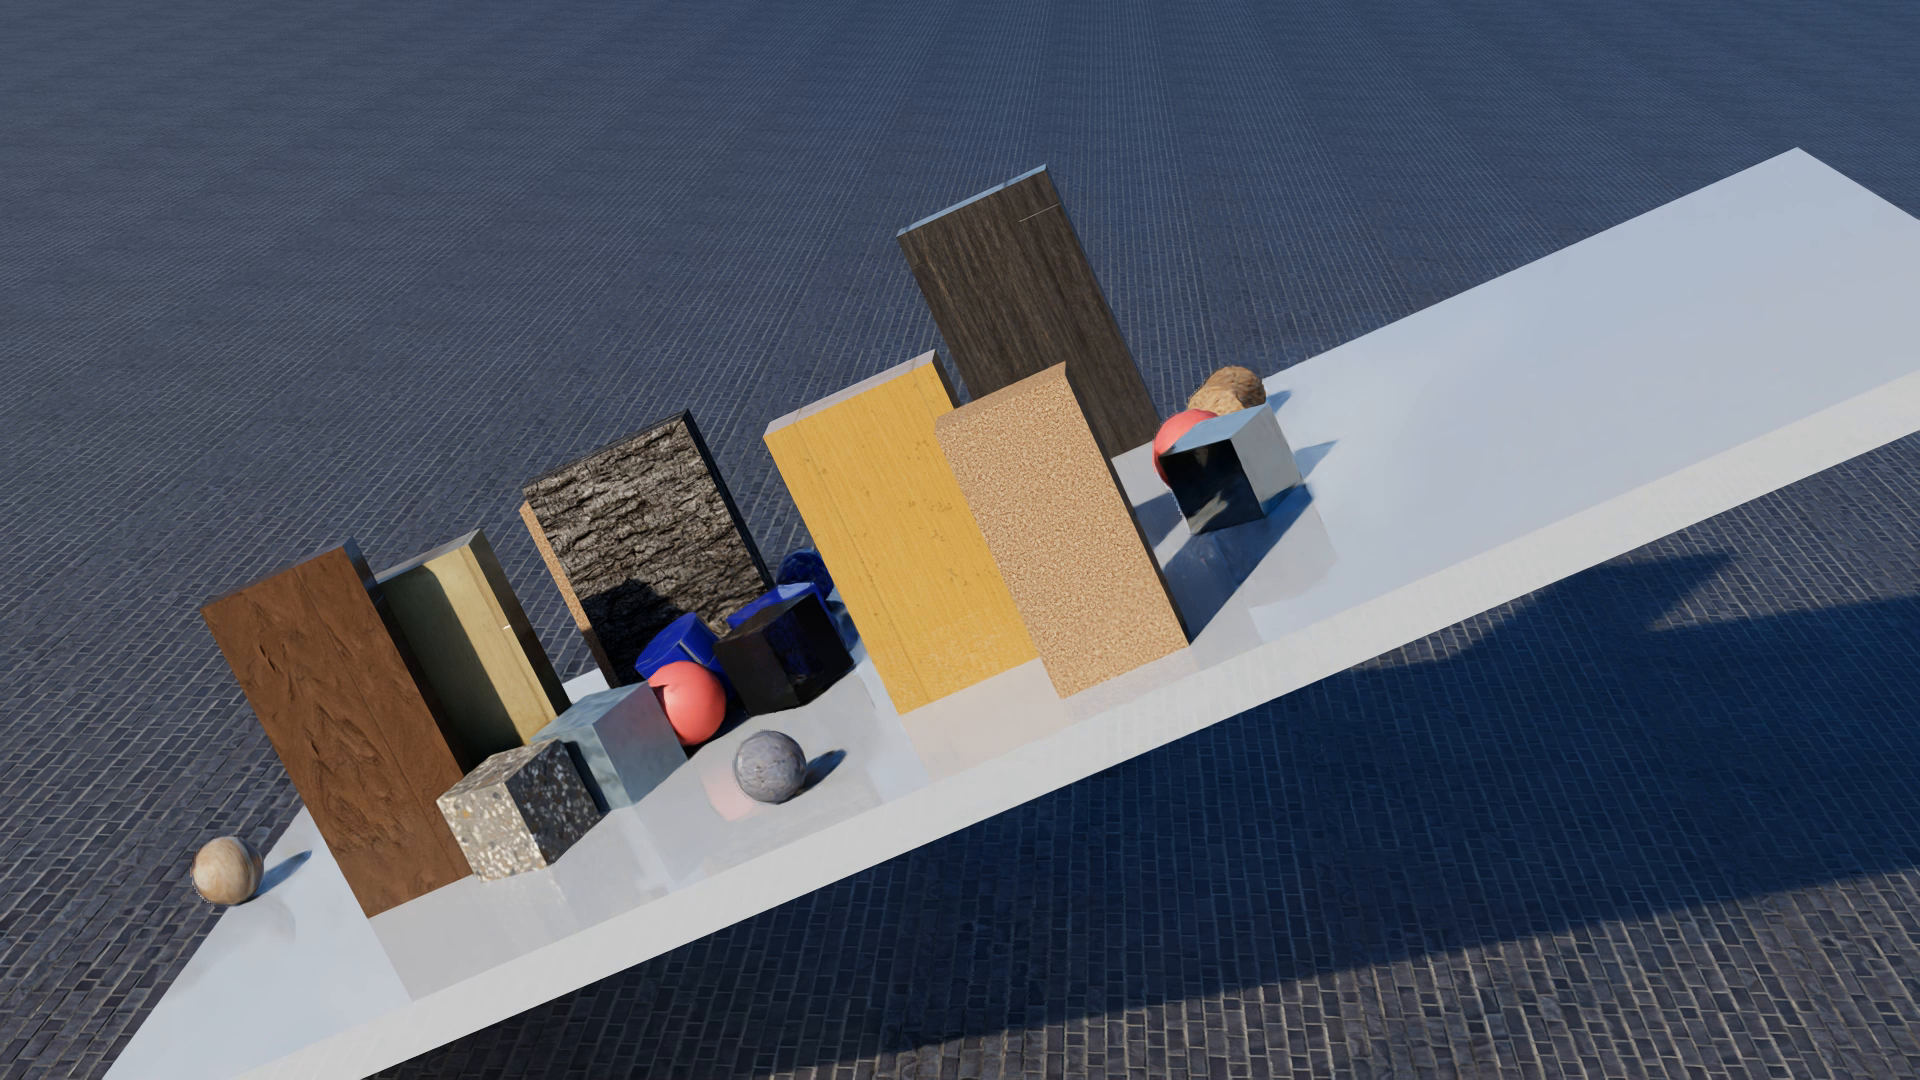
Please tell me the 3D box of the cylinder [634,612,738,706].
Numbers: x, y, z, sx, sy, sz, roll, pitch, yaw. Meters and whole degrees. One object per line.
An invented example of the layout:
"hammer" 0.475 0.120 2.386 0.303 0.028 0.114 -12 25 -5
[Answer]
"cylinder" -0.588 0.285 6.460 0.179 0.179 0.179 -38 17 14

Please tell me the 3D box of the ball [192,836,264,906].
"ball" -1.685 0.761 6.776 0.160 0.160 0.160 0 15 0

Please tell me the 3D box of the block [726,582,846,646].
"block" -0.387 0.204 6.542 0.159 0.159 0.159 -33 15 -29

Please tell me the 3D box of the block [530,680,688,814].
"block" -0.738 0.441 6.186 0.195 0.195 0.195 -15 17 39

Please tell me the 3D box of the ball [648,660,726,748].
"ball" -0.591 0.351 6.290 0.185 0.185 0.185 0 15 0

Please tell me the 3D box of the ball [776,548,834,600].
"ball" -0.367 0.091 6.993 0.140 0.140 0.140 0 15 0

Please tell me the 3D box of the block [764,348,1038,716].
"block" -0.084 -0.013 5.791 0.361 0.623 0.126 -23 13 9

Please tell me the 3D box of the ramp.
"ramp" 0.134 0.169 6.283 4.000 0.100 2.000 -23 13 9

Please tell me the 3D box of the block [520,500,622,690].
"block" -0.719 0.083 6.784 0.373 0.543 0.116 -23 13 9

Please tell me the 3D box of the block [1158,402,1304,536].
"block" 0.562 -0.146 6.093 0.183 0.183 0.183 -15 17 39

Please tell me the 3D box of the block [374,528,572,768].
"block" -1.029 0.318 6.287 0.295 0.610 0.131 -23 13 9

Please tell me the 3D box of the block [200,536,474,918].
"block" -1.246 0.392 6.105 0.334 0.741 0.084 -23 13 9

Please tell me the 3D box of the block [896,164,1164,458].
"block" 0.173 -0.497 7.044 0.386 0.700 0.099 -23 13 9

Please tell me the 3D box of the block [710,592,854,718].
"block" -0.381 0.245 6.299 0.178 0.178 0.178 -18 14 47

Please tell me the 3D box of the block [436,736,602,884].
"block" -0.905 0.555 6.042 0.198 0.198 0.198 -16 16 35

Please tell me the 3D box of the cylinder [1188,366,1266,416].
"cylinder" 0.611 -0.310 6.736 0.140 0.140 0.140 7 26 23

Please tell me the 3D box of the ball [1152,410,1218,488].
"ball" 0.510 -0.188 6.345 0.187 0.187 0.187 0 15 0

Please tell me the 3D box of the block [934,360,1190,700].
"block" 0.190 -0.017 5.435 0.260 0.559 0.125 -23 13 9

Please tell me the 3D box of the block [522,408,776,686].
"block" -0.672 0.057 6.672 0.402 0.598 0.101 -23 13 9

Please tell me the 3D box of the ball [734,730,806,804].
"ball" -0.363 0.435 5.635 0.139 0.139 0.139 0 15 0
